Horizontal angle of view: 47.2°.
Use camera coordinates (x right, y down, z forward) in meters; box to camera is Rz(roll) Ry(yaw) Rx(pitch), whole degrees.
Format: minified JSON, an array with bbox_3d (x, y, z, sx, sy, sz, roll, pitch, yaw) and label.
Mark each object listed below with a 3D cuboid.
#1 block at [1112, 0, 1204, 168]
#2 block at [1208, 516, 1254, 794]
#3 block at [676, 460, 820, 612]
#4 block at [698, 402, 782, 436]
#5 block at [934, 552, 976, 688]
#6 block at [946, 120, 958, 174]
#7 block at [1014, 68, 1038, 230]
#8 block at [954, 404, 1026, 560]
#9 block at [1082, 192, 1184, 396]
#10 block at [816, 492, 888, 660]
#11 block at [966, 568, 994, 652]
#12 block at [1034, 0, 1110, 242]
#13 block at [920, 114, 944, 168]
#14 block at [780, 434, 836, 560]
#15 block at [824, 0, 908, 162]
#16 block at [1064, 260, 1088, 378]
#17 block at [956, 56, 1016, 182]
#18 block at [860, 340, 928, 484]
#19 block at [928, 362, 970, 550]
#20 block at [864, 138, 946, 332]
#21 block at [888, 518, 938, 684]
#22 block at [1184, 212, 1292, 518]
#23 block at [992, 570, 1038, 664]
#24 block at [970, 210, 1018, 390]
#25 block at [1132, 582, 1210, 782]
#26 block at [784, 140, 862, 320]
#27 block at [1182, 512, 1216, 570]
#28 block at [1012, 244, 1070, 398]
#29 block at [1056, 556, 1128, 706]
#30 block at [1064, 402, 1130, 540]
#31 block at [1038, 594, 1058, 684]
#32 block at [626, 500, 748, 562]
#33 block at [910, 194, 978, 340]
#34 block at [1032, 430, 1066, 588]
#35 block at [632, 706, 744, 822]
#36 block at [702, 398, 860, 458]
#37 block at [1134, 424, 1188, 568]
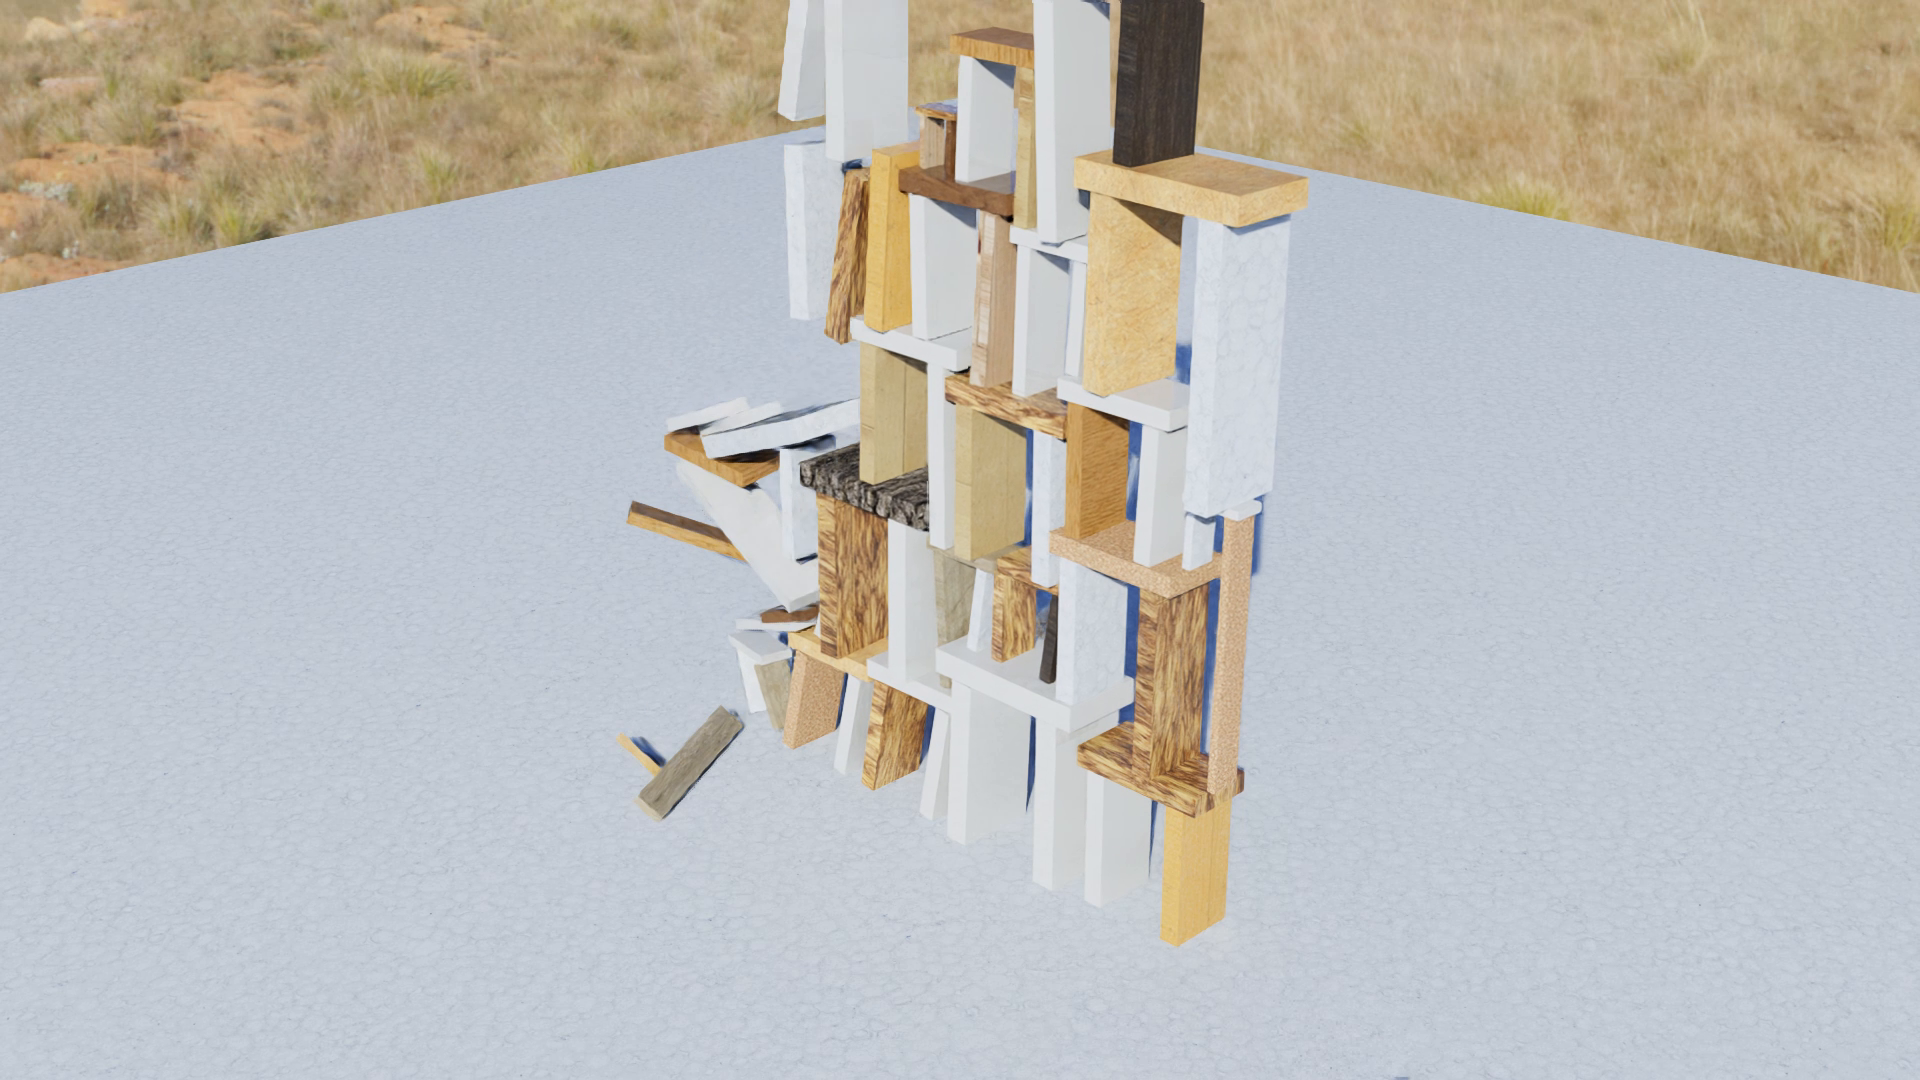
[{"bbox_3d":[0.321,-0.760,3.549,0.147,0.294,0.042,-18,31,-36],"label":"block"},{"bbox_3d":[0.468,0.197,3.802,0.017,0.528,0.061,22,32,40],"label":"block"},{"bbox_3d":[-0.436,-0.029,4.699,0.121,0.034,0.474,-22,52,-28],"label":"block"},{"bbox_3d":[-0.469,-0.257,4.664,0.098,0.028,0.196,-21,8,-33],"label":"block"},{"bbox_3d":[-0.005,0.144,4.292,0.025,0.282,0.089,17,28,42],"label":"block"},{"bbox_3d":[-0.004,-0.706,3.926,0.014,0.096,0.048,22,31,39],"label":"block"},{"bbox_3d":[0.147,-0.682,3.790,0.031,0.278,0.110,24,33,39],"label":"block"},{"bbox_3d":[0.058,-0.126,4.113,0.042,0.304,0.147,22,31,40],"label":"block"},{"bbox_3d":[0.294,-0.433,3.730,0.175,0.349,0.049,-19,31,-37],"label":"block"},{"bbox_3d":[-0.210,0.049,4.472,0.048,0.357,0.169,19,30,38],"label":"block"},{"bbox_3d":[0.063,0.122,4.211,0.089,0.177,0.025,-21,39,-41],"label":"block"},{"bbox_3d":[0.191,-0.739,3.701,0.042,0.454,0.147,17,28,40],"label":"block"},{"bbox_3d":[-0.051,-0.723,3.967,0.014,0.096,0.048,21,31,40],"label":"block"},{"bbox_3d":[-0.311,-0.090,4.530,0.034,0.242,0.121,21,31,40],"label":"block"},{"bbox_3d":[-0.171,-0.875,4.041,0.047,0.331,0.166,22,31,39],"label":"block"},{"bbox_3d":[0.235,-0.397,3.824,0.030,0.210,0.105,24,33,36],"label":"block"},{"bbox_3d":[0.045,-0.748,3.866,0.031,0.220,0.110,24,33,39],"label":"block"},{"bbox_3d":[-0.128,-0.261,4.256,0.040,0.283,0.142,24,32,39],"label":"block"},{"bbox_3d":[0.006,-0.174,4.150,0.142,0.363,0.040,-21,30,-40],"label":"block"},{"bbox_3d":[-0.094,-0.567,4.077,0.048,0.336,0.168,27,34,38],"label":"block"},{"bbox_3d":[-0.063,0.097,4.331,0.048,0.338,0.169,22,32,40],"label":"block"},{"bbox_3d":[0.454,-0.296,3.603,0.175,0.499,0.049,-21,32,-40],"label":"block"},{"bbox_3d":[0.104,0.133,4.177,0.026,0.185,0.093,23,32,40],"label":"block"},{"bbox_3d":[0.087,-0.442,3.944,0.134,0.326,0.038,-21,35,-40],"label":"block"},{"bbox_3d":[0.375,0.237,3.914,0.040,0.367,0.142,22,31,40],"label":"block"},{"bbox_3d":[-0.260,-0.603,4.250,0.047,0.331,0.166,12,20,38],"label":"block"},{"bbox_3d":[0.411,-0.013,3.774,0.061,0.121,0.017,-21,34,-40],"label":"block"},{"bbox_3d":[0.144,-0.398,3.907,0.030,0.275,0.105,23,32,39],"label":"block"},{"bbox_3d":[0.242,0.147,4.020,0.142,0.284,0.040,-21,31,-40],"label":"block"},{"bbox_3d":[0.244,-0.138,3.902,0.036,0.253,0.126,21,31,40],"label":"block"},{"bbox_3d":[0.199,0.171,4.088,0.093,0.185,0.026,-21,40,-41],"label":"block"},{"bbox_3d":[-0.472,0.023,4.908,0.553,0.028,0.098,18,13,-11],"label":"block"},{"bbox_3d":[-0.029,-0.514,4.039,0.038,0.268,0.134,20,30,41],"label":"block"},{"bbox_3d":[0.198,-0.074,3.983,0.147,0.294,0.042,-21,31,-40],"label":"block"},{"bbox_3d":[-0.564,0.464,4.596,0.067,0.019,0.417,41,29,-1],"label":"block"},{"bbox_3d":[-0.366,-0.229,4.534,0.168,0.048,0.383,-21,9,-34],"label":"block"},{"bbox_3d":[0.361,-0.090,3.786,0.126,0.253,0.036,-21,33,-41],"label":"block"}]
